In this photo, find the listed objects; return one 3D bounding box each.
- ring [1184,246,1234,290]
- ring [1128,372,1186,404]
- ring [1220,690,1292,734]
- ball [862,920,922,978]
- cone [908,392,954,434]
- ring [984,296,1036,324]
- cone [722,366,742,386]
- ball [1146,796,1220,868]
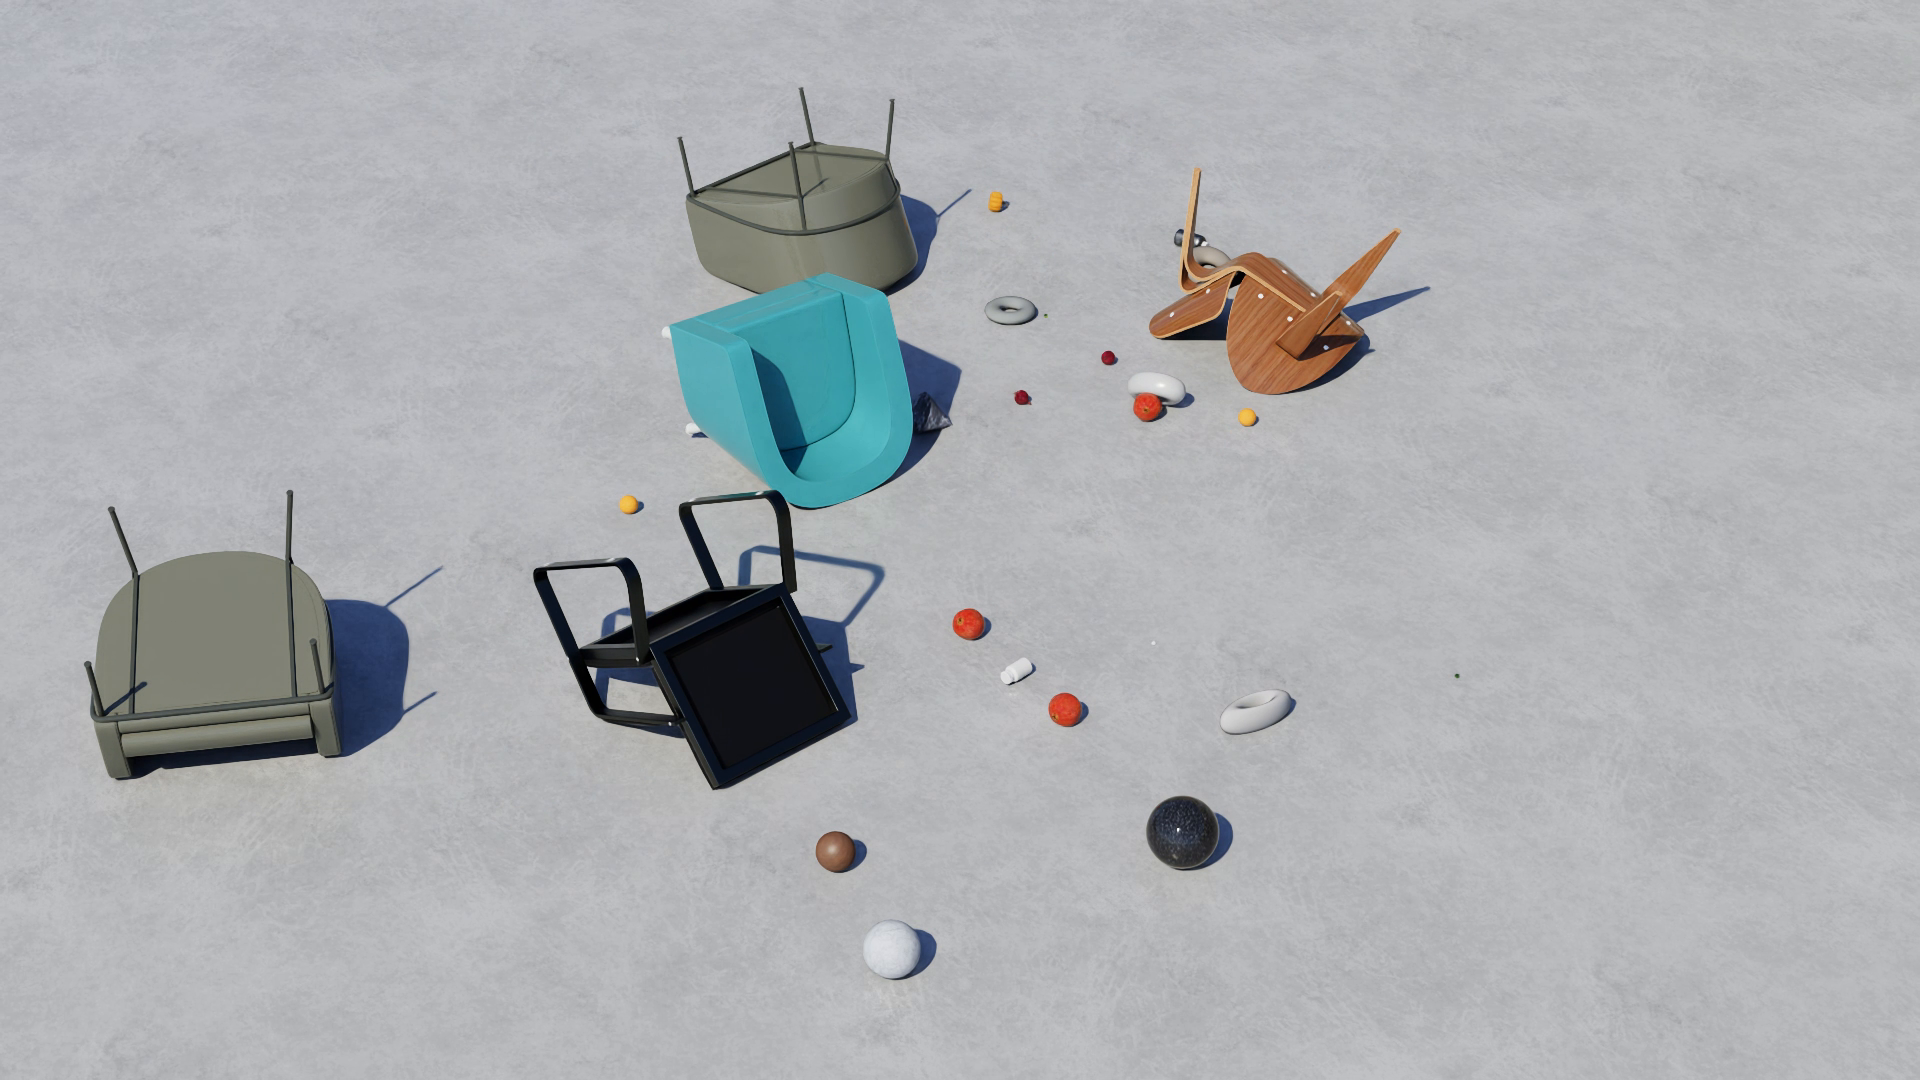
[{"bbox_3d":[1.076,-1.178,12.679,0.218,0.060,0.352,-5,34,-5],"label":"ring"},{"bbox_3d":[0.785,-0.606,11.721,0.255,0.175,0.093,8,75,34],"label":"ring"},{"bbox_3d":[1.006,0.584,9.972,0.288,0.098,0.110,-17,34,-25],"label":"ring"},{"bbox_3d":[-0.208,1.241,8.898,0.179,0.179,0.179,0,33,0],"label":"ball"},{"bbox_3d":[-0.093,-0.480,11.605,0.154,0.168,0.197,19,18,-25],"label":"cone"},{"bbox_3d":[0.212,-0.970,12.374,0.219,0.048,0.212,1,33,3],"label":"ring"},{"bbox_3d":[-0.916,-0.656,11.919,0.085,0.049,0.086,-8,50,-15],"label":"cone"},{"bbox_3d":[0.708,0.928,9.323,0.234,0.234,0.234,0,33,0],"label":"ball"}]
